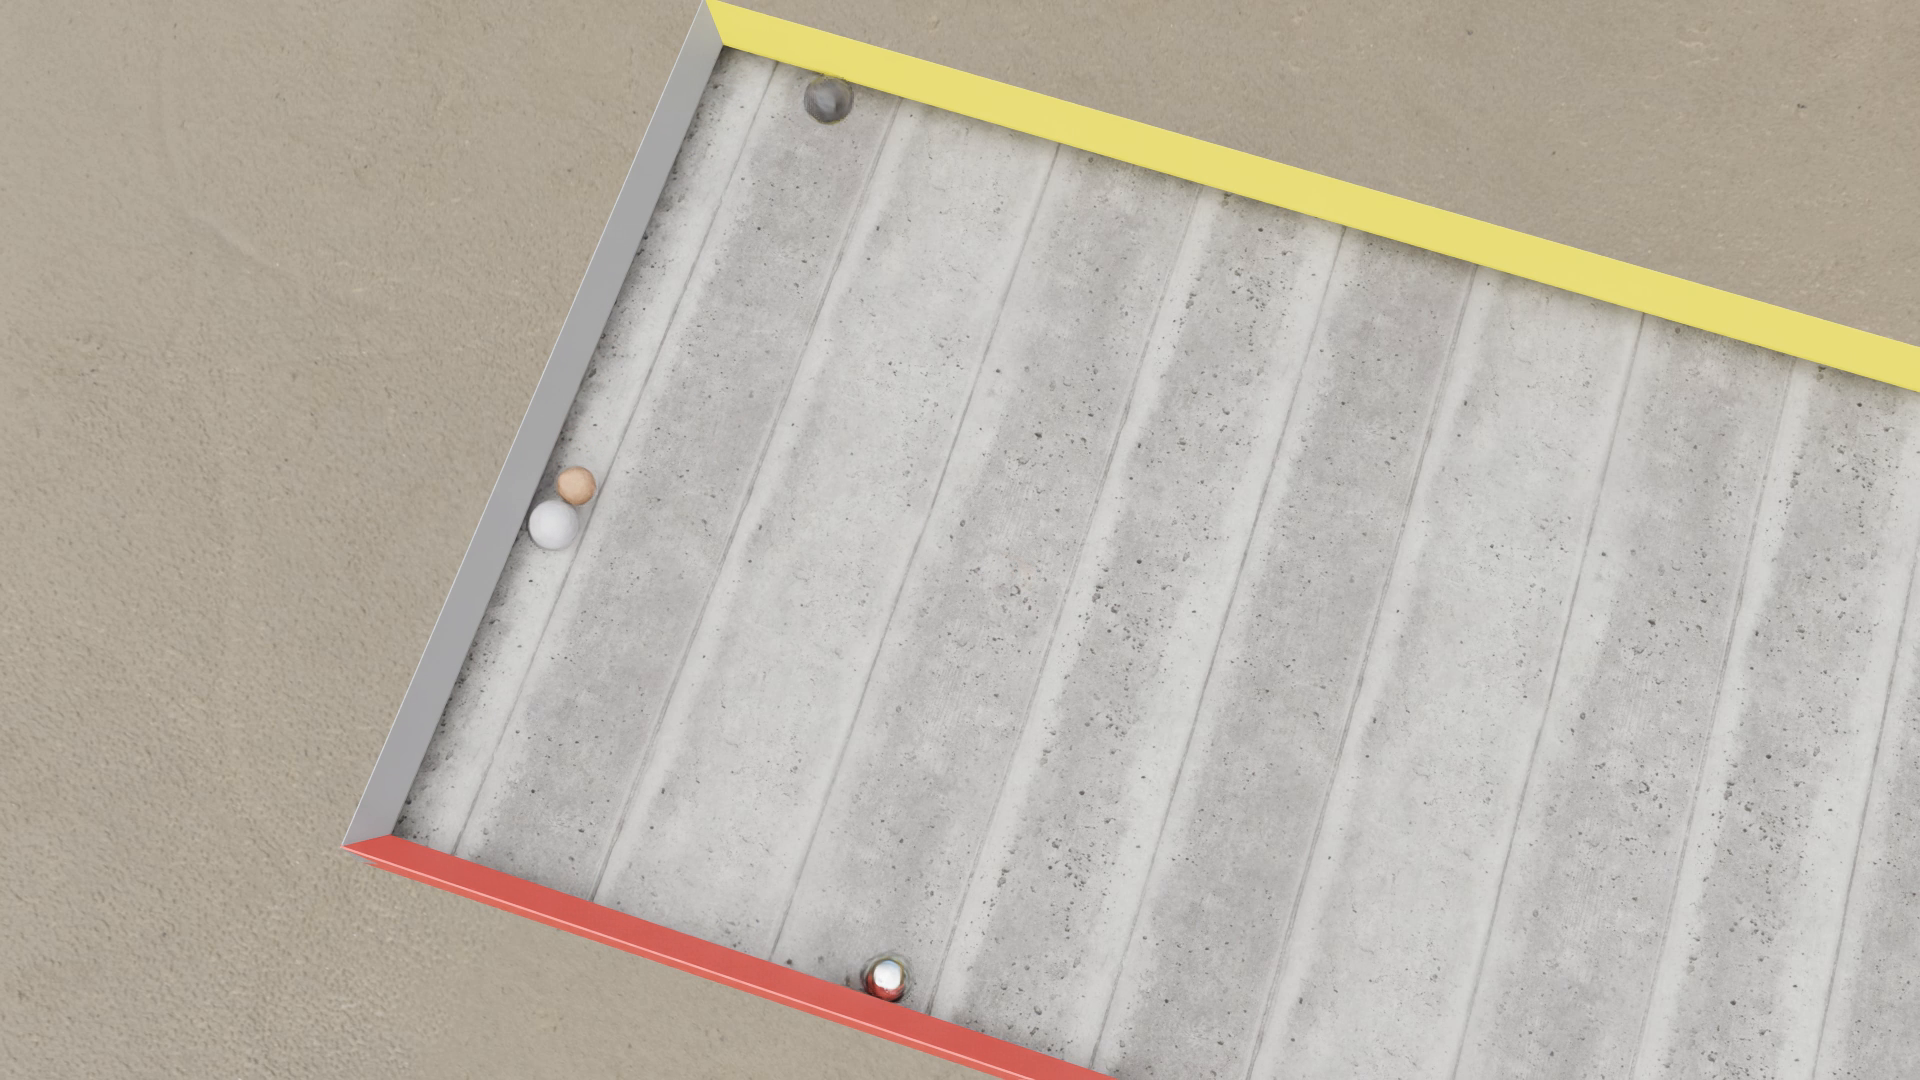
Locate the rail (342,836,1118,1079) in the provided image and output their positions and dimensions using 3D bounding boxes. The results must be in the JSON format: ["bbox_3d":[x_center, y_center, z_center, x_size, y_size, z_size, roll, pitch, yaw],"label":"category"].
[{"bbox_3d":[0.435,0.857,3.106,2.797,0.107,0.045,17,72,6],"label":"rail"}]

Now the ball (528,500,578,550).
[{"bbox_3d":[-0.634,-0.024,3.430,0.077,0.077,0.077,0,71,0],"label":"ball"}]

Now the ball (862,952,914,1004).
[{"bbox_3d":[-0.106,0.637,3.200,0.075,0.075,0.075,0,71,0],"label":"ball"}]

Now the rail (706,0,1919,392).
[{"bbox_3d":[0.893,-0.454,3.564,2.797,0.107,0.045,17,72,6],"label":"rail"}]

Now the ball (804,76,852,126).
[{"bbox_3d":[-0.221,-0.735,3.676,0.082,0.082,0.082,0,71,0],"label":"ball"}]

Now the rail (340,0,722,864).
[{"bbox_3d":[-0.642,-0.206,3.477,0.045,0.107,1.509,17,72,6],"label":"rail"}]

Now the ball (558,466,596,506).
[{"bbox_3d":[-0.603,-0.085,3.460,0.061,0.061,0.061,0,71,0],"label":"ball"}]
